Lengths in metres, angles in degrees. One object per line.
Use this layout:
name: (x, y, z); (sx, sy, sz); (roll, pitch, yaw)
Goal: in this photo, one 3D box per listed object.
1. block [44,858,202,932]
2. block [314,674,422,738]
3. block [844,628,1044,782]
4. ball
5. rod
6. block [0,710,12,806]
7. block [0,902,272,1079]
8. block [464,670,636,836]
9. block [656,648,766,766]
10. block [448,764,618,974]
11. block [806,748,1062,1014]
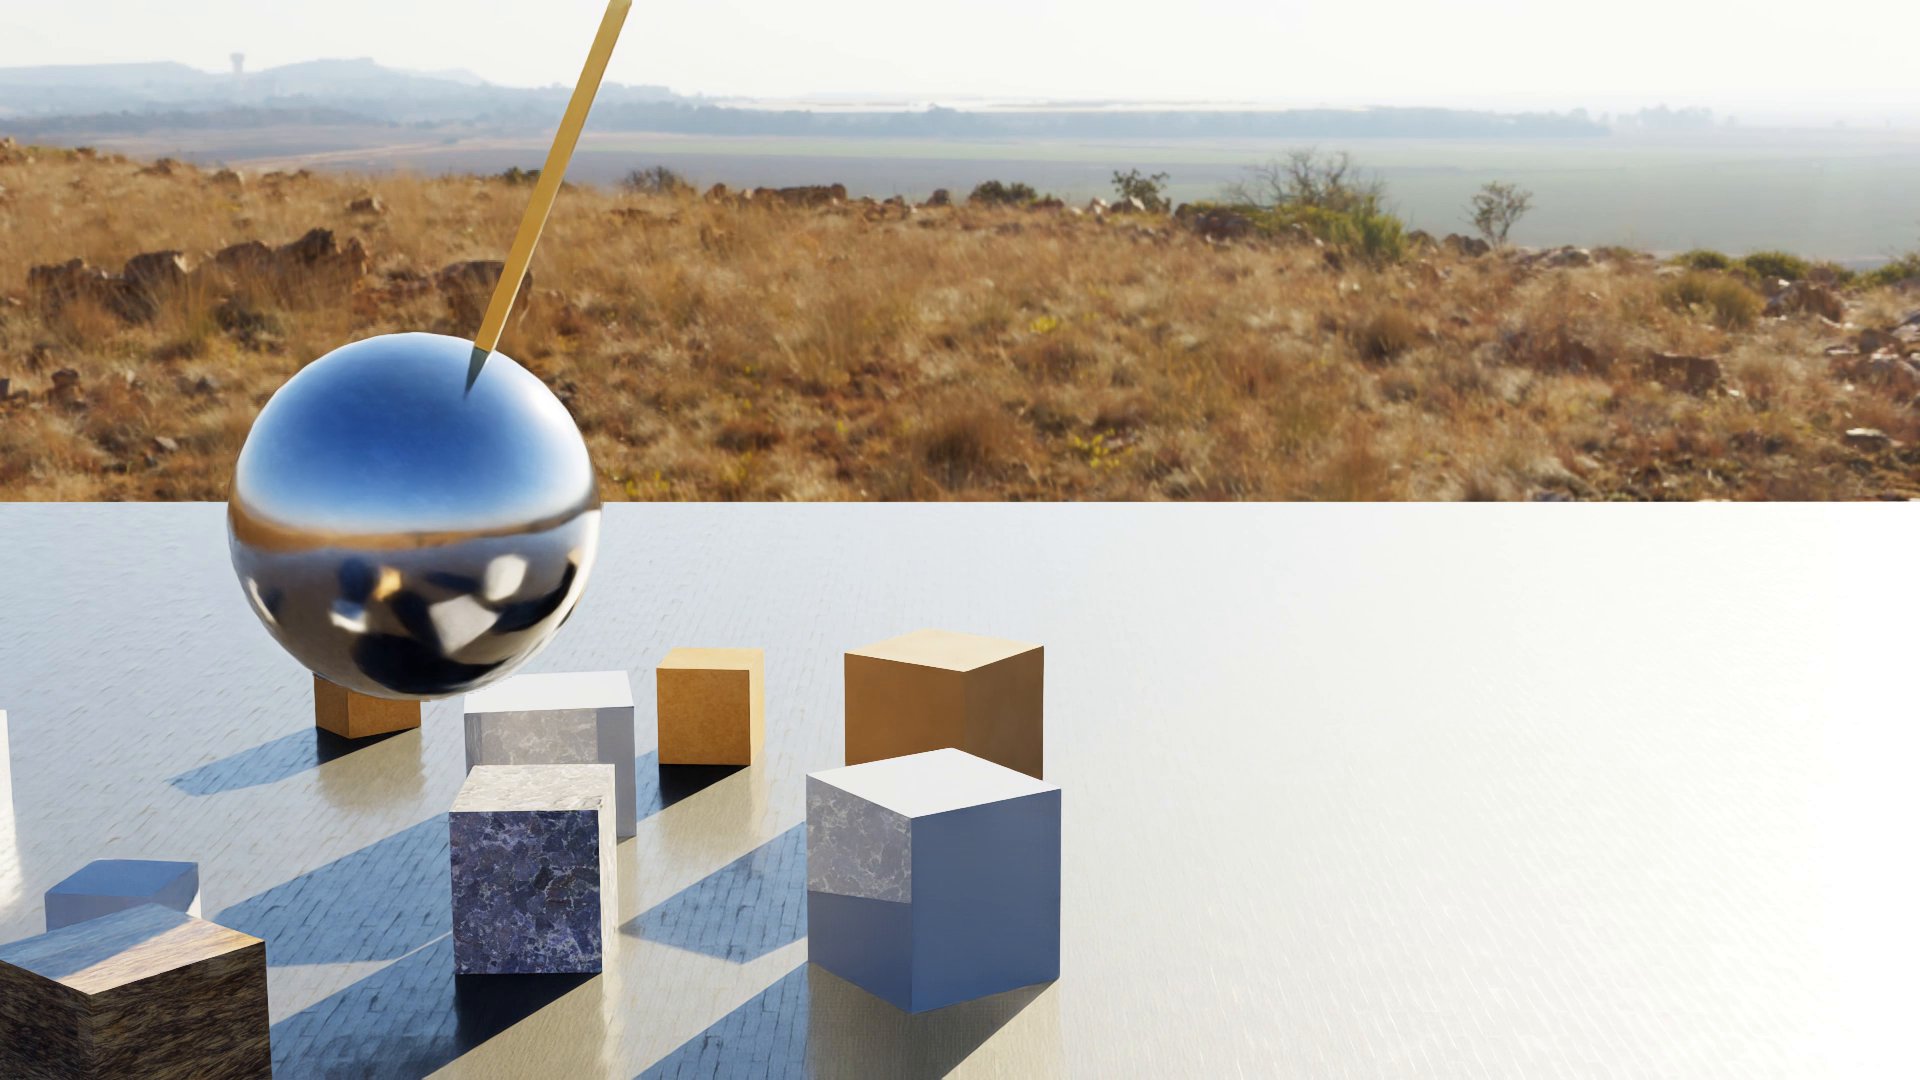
block: (-3.254, 1.521, 10.005); (0.420, 0.427, 0.444); (1, 10, 8)
block: (-3.227, 0.812, 13.962); (0.428, 0.407, 0.393); (-9, 13, -40)
block: (-0.075, 0.892, 12.623); (0.710, 0.729, 0.690); (7, 12, 34)
ball: (-2.363, -0.101, 11.162); (1.600, 1.600, 1.600); (0, 10, 0)
rod: (-1.024, -3.176, 10.603); (0.080, 5.200, 0.080); (23, 9, -4)
block: (-4.921, 1.086, 12.334); (0.508, 0.450, 0.461); (1, 10, 5)
block: (-2.794, 1.668, 8.621); (0.648, 0.634, 0.661); (8, 13, 38)
block: (-1.952, 1.021, 12.209); (0.772, 0.622, 0.728); (-2, 10, -10)
block: (-1.297, 0.864, 13.406); (0.482, 0.504, 0.485); (1, 10, 4)
block: (-1.719, 1.325, 10.418); (0.581, 0.666, 0.679); (0, 10, -2)
block: (-0.108, 1.324, 10.126); (0.704, 0.771, 0.745); (-7, 13, -34)
